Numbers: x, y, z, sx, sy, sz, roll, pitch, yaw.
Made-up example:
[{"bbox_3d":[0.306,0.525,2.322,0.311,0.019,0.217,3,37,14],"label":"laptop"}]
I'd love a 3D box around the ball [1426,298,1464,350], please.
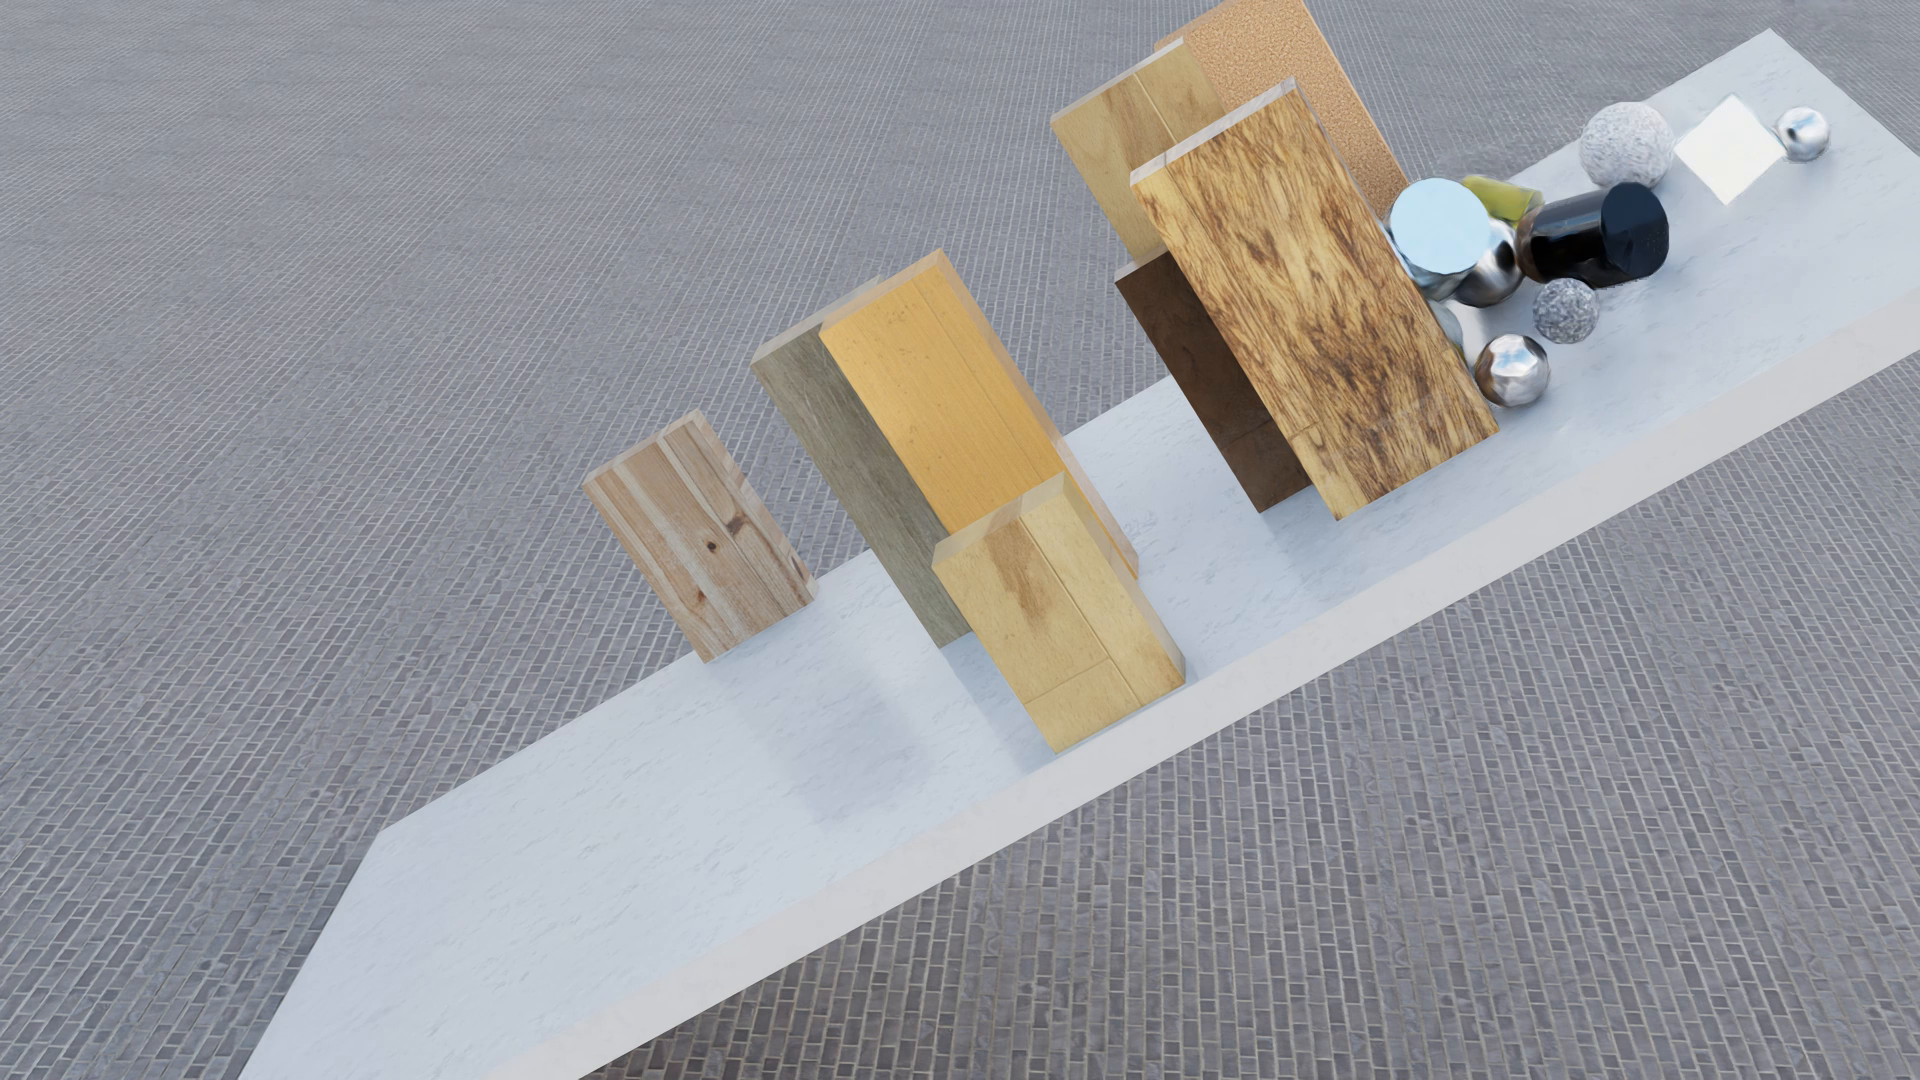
[{"bbox_3d":[0.920,-0.396,5.890,0.175,0.175,0.175,0,20,0],"label":"ball"}]

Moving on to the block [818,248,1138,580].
[{"bbox_3d":[0.044,-0.186,5.926,0.275,0.763,0.136,-30,15,13],"label":"block"}]

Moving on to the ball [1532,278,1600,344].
[{"bbox_3d":[1.127,-0.425,5.469,0.124,0.124,0.124,0,20,0],"label":"ball"}]

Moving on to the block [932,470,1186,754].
[{"bbox_3d":[0.180,0.132,5.303,0.274,0.422,0.123,-30,15,13],"label":"block"}]

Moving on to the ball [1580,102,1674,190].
[{"bbox_3d":[1.409,-0.827,6.216,0.197,0.197,0.197,0,20,0],"label":"ball"}]

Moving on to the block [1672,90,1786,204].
[{"bbox_3d":[1.487,-0.760,5.686,0.150,0.150,0.150,47,19,1],"label":"block"}]

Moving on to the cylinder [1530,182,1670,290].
[{"bbox_3d":[1.261,-0.594,5.797,0.190,0.190,0.190,-14,2,-34],"label":"cylinder"}]

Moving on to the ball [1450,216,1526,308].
[{"bbox_3d":[1.083,-0.579,6.121,0.192,0.192,0.192,0,20,0],"label":"ball"}]

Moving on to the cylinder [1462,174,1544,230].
[{"bbox_3d":[1.140,-0.685,6.251,0.153,0.153,0.153,18,26,25],"label":"cylinder"}]

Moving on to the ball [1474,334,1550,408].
[{"bbox_3d":[1.032,-0.315,5.493,0.140,0.140,0.140,0,20,0],"label":"ball"}]

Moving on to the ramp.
[{"bbox_3d":[0.141,0.169,6.291,4.000,0.100,2.000,-30,15,13],"label":"ramp"}]

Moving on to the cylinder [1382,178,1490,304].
[{"bbox_3d":[0.935,-0.592,5.895,0.202,0.202,0.202,-3,-16,-9],"label":"cylinder"}]

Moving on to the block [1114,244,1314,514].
[{"bbox_3d":[0.617,-0.386,5.772,0.397,0.554,0.084,-30,15,13],"label":"block"}]

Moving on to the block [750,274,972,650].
[{"bbox_3d":[-0.106,-0.162,6.214,0.311,0.736,0.136,-30,15,13],"label":"block"}]

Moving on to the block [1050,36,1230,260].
[{"bbox_3d":[0.540,-0.653,6.318,0.328,0.789,0.085,-30,15,13],"label":"block"}]

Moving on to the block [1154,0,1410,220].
[{"bbox_3d":[0.772,-0.876,6.626,0.332,0.745,0.124,-30,15,13],"label":"block"}]

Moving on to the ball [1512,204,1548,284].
[{"bbox_3d":[1.207,-0.601,5.977,0.167,0.167,0.167,0,20,0],"label":"ball"}]

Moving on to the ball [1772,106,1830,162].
[{"bbox_3d":[1.653,-0.797,5.782,0.111,0.111,0.111,0,20,0],"label":"ball"}]

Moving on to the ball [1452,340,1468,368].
[{"bbox_3d":[0.894,-0.319,5.653,0.164,0.164,0.164,0,20,0],"label":"ball"}]

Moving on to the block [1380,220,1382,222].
[{"bbox_3d":[0.943,-0.585,6.426,0.182,0.182,0.182,-30,15,31],"label":"block"}]

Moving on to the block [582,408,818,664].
[{"bbox_3d":[-0.634,-0.008,7.212,0.328,0.541,0.101,-30,15,13],"label":"block"}]

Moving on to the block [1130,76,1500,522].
[{"bbox_3d":[0.661,-0.444,5.471,0.348,0.754,0.121,-30,15,13],"label":"block"}]
